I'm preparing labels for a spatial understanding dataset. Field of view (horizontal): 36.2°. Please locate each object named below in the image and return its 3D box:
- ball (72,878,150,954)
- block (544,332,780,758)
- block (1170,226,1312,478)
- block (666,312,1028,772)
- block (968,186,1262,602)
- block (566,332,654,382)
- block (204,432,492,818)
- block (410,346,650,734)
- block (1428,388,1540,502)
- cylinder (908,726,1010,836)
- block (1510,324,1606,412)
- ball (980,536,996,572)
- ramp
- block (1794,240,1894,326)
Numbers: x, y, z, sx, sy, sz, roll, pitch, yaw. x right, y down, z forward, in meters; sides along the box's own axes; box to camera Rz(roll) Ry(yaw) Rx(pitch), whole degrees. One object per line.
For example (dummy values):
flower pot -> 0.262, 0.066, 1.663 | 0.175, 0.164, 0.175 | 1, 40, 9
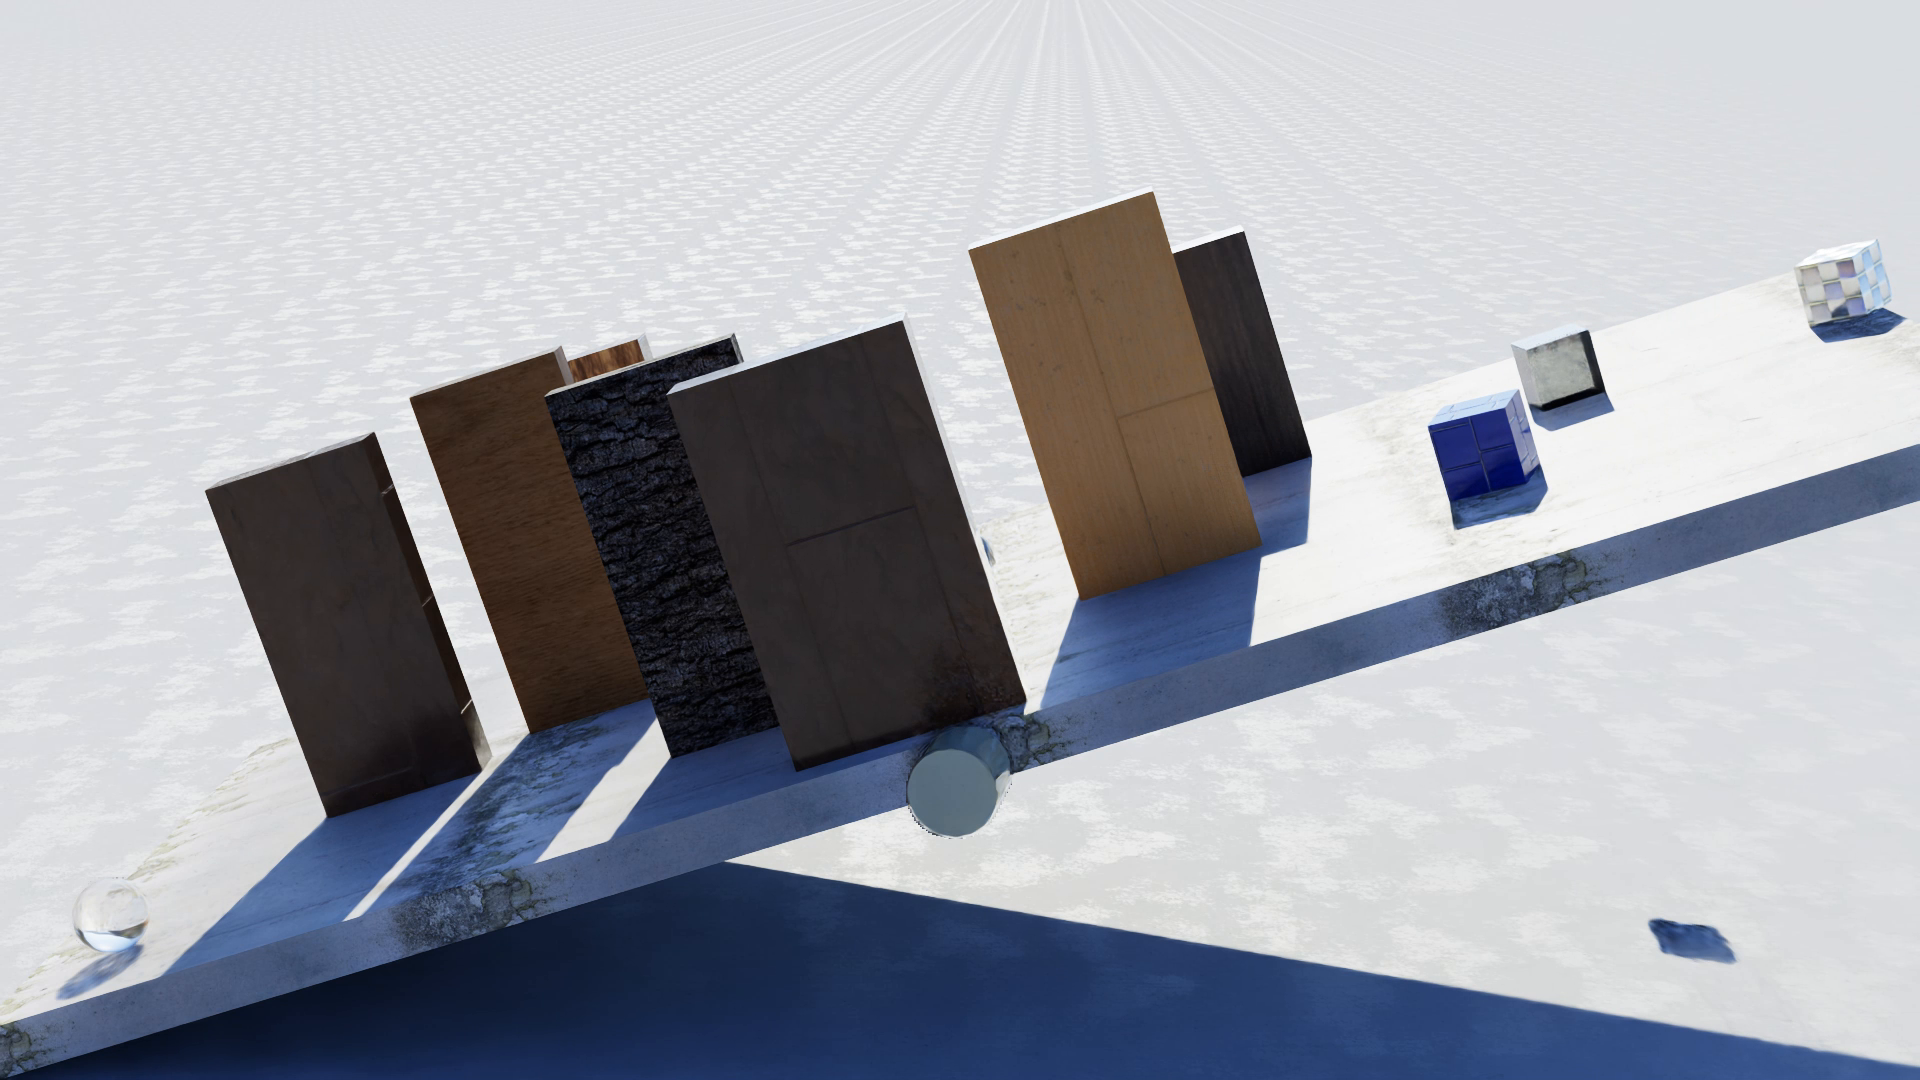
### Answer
ball -> -1.663, 0.736, 5.760 | 0.148, 0.148, 0.148 | 0, 12, 0
block -> -0.509, 0.014, 5.819 | 0.384, 0.766, 0.080 | -17, 10, 5
block -> 0.603, -0.422, 6.801 | 0.268, 0.545, 0.136 | -17, 10, 5
block -> -0.201, 0.004, 5.418 | 0.449, 0.740, 0.132 | -17, 10, 5
block -> 0.320, -0.299, 6.041 | 0.391, 0.762, 0.120 | -17, 10, 5
block -> -0.810, -0.103, 7.083 | 0.337, 0.715, 0.126 | -17, 10, 5
block -> -1.310, 0.185, 6.328 | 0.357, 0.756, 0.120 | -17, 10, 5
block -> -0.915, 0.002, 6.499 | 0.337, 0.793, 0.099 | -17, 10, 5
block -> 1.053, -0.192, 5.906 | 0.161, 0.161, 0.161 | -13, 11, 24
cylinder -> 0.000, 0.426, 5.212 | 0.159, 0.159, 0.159 | 2, 12, 9
block -> 1.318, -0.381, 6.486 | 0.143, 0.143, 0.143 | -18, 10, 0
ball -> 0.009, 0.048, 6.507 | 0.137, 0.137, 0.137 | 0, 12, 0
ramp -> 0.101, 0.183, 6.310 | 4.000, 0.100, 2.000 | -17, 10, 5
block -> 1.920, -0.558, 6.393 | 0.138, 0.138, 0.138 | -8, 14, 43
